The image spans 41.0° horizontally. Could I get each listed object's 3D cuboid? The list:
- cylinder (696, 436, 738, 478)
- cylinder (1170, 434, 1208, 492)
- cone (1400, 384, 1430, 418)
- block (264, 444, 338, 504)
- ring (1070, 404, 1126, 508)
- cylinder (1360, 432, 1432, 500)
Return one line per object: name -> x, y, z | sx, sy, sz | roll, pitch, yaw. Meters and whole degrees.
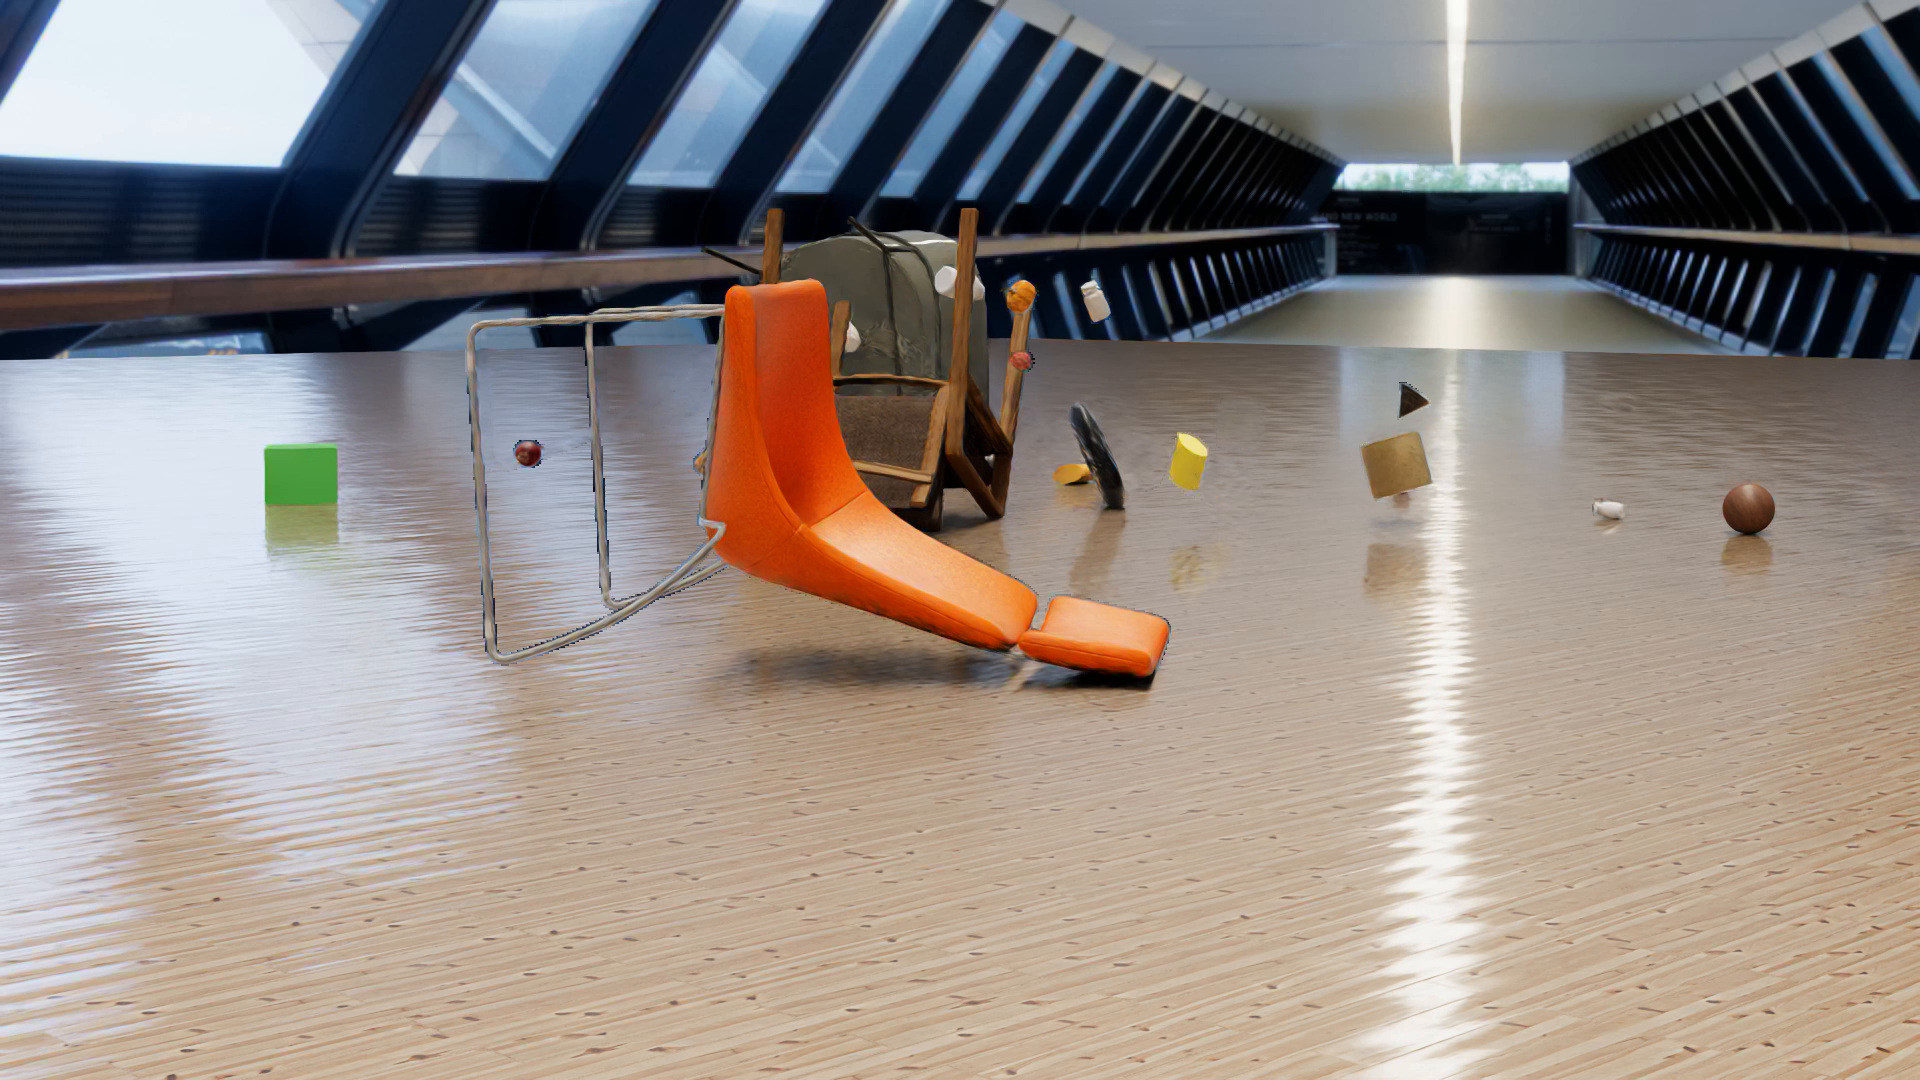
cylinder -> -0.525, -0.180, 5.544 | 0.058, 0.054, 0.084 | 16, -46, -38
cylinder -> 0.623, -0.211, 6.987 | 0.058, 0.116, 0.111 | -13, 42, -31
cone -> 1.312, -0.393, 7.526 | 0.109, 0.086, 0.085 | 33, 3, -35
block -> -1.934, -0.195, 7.527 | 0.204, 0.160, 0.197 | -2, 6, -14
ring -> 0.393, -0.242, 7.353 | 0.066, 0.314, 0.389 | -23, 24, 1
cylinder -> 1.161, -0.197, 6.831 | 0.143, 0.144, 0.205 | -14, -3, -21
